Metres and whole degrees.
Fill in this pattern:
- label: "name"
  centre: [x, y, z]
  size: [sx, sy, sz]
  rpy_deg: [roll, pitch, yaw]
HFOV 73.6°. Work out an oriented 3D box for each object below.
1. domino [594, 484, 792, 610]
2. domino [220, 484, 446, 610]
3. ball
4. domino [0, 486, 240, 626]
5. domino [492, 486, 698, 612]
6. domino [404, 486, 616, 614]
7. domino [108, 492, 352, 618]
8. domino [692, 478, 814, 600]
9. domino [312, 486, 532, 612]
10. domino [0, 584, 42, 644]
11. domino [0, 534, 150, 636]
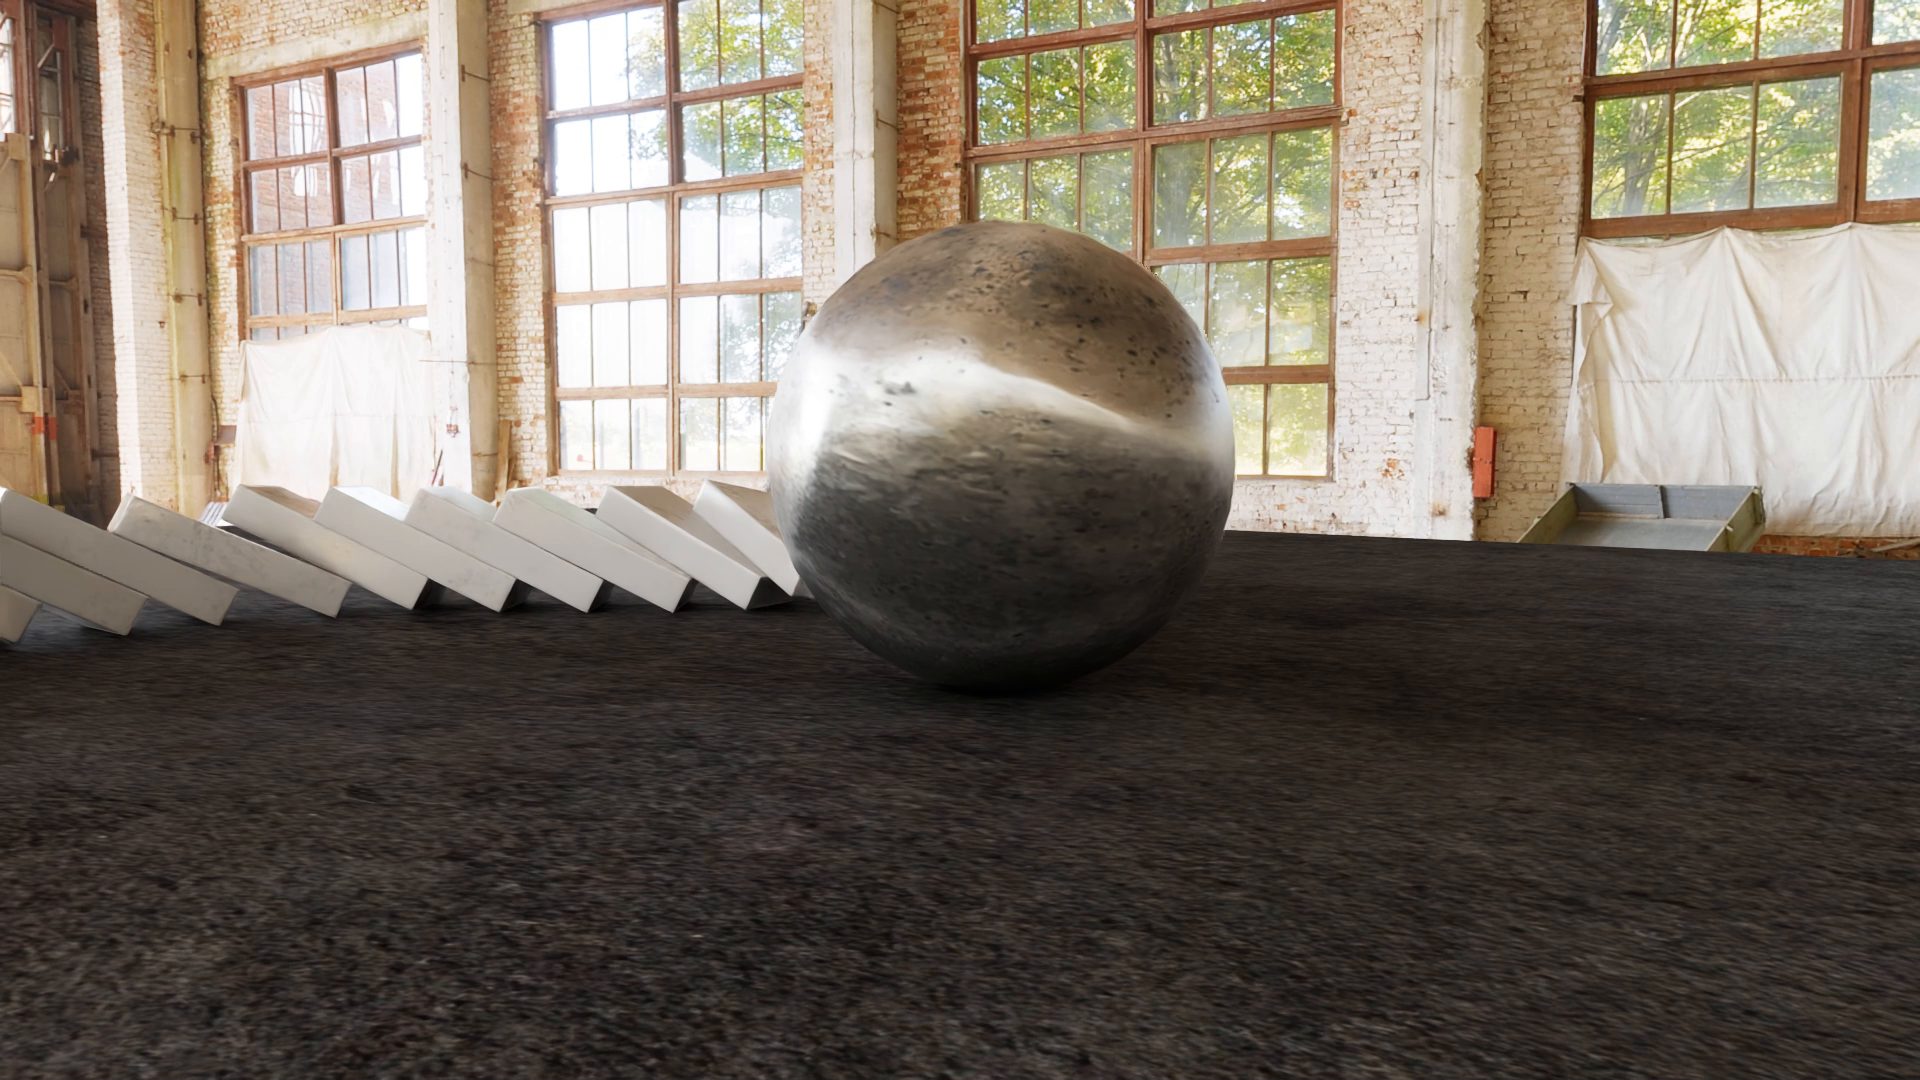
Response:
- label: "domino"
  centre: [-0.069, 0.001, 0.340]
  size: [0.050, 0.009, 0.025]
  rpy_deg: [29, 11, 16]
- label: "domino"
  centre: [-0.158, 0.002, 0.329]
  size: [0.050, 0.009, 0.025]
  rpy_deg: [27, -2, -7]
- label: "ball"
  centre: [0.007, -0.014, 0.222]
  size: [0.080, 0.080, 0.080]
  rpy_deg: [0, 4, 0]
- label: "domino"
  centre: [-0.195, 0.004, 0.294]
  size: [0.025, 0.009, 0.050]
  rpy_deg: [5, -24, 47]
- label: "domino"
  centre: [-0.093, 0.002, 0.334]
  size: [0.050, 0.009, 0.025]
  rpy_deg: [27, 3, -4]
- label: "domino"
  centre: [-0.115, 0.002, 0.332]
  size: [0.050, 0.009, 0.025]
  rpy_deg: [27, 2, -5]
- label: "domino"
  centre: [-0.176, 0.004, 0.311]
  size: [0.050, 0.009, 0.025]
  rpy_deg: [29, -13, -33]
- label: "domino"
  centre: [-0.047, 0.000, 0.341]
  size: [0.025, 0.009, 0.050]
  rpy_deg: [12, 18, -47]
- label: "domino"
  centre: [-0.136, 0.002, 0.330]
  size: [0.050, 0.010, 0.025]
  rpy_deg: [27, 1, -5]
- label: "domino"
  centre: [-0.216, 0.006, 0.255]
  size: [0.025, 0.010, 0.050]
  rpy_deg: [1, -27, 28]
- label: "domino"
  centre: [-0.207, 0.005, 0.276]
  size: [0.025, 0.010, 0.050]
  rpy_deg: [3, -25, 38]
